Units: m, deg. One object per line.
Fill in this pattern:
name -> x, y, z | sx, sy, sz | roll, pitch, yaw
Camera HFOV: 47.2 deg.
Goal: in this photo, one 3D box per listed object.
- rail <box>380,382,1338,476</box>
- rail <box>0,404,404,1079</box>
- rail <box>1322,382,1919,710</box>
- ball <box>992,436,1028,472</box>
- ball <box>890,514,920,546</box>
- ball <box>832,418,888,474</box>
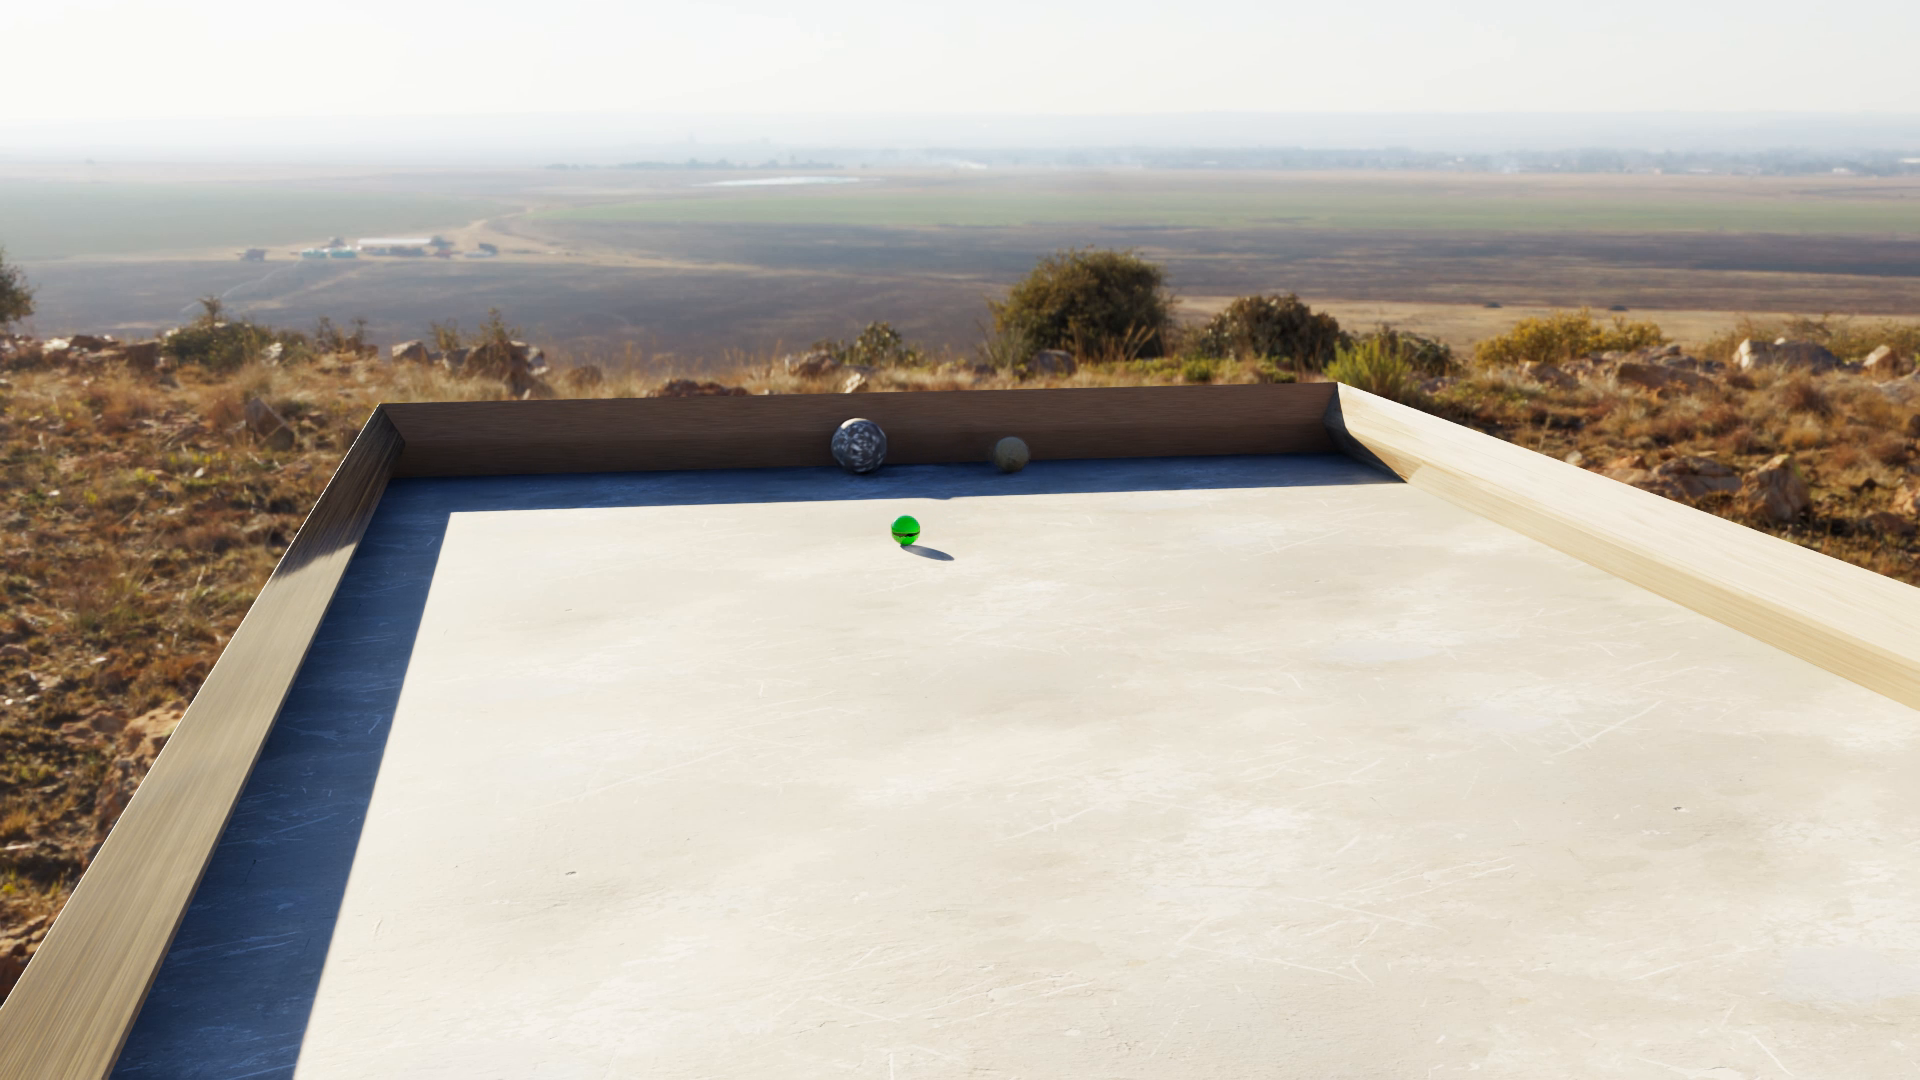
rail -> -0.146, -0.197, 3.929 | 1.735, 0.128, 0.045 | -2, 11, -10
rail -> -0.681, 0.155, 2.144 | 0.045, 0.128, 3.445 | -2, 11, -10
rail -> 0.980, 0.098, 2.432 | 0.045, 0.128, 3.445 | -2, 11, -10
ball -> 0.089, -0.150, 3.867 | 0.063, 0.063, 0.063 | 0, 11, 0
ball -> -0.080, -0.015, 3.225 | 0.045, 0.045, 0.045 | 0, 11, 0
ball -> -0.176, -0.163, 3.841 | 0.098, 0.098, 0.098 | 0, 11, 0
